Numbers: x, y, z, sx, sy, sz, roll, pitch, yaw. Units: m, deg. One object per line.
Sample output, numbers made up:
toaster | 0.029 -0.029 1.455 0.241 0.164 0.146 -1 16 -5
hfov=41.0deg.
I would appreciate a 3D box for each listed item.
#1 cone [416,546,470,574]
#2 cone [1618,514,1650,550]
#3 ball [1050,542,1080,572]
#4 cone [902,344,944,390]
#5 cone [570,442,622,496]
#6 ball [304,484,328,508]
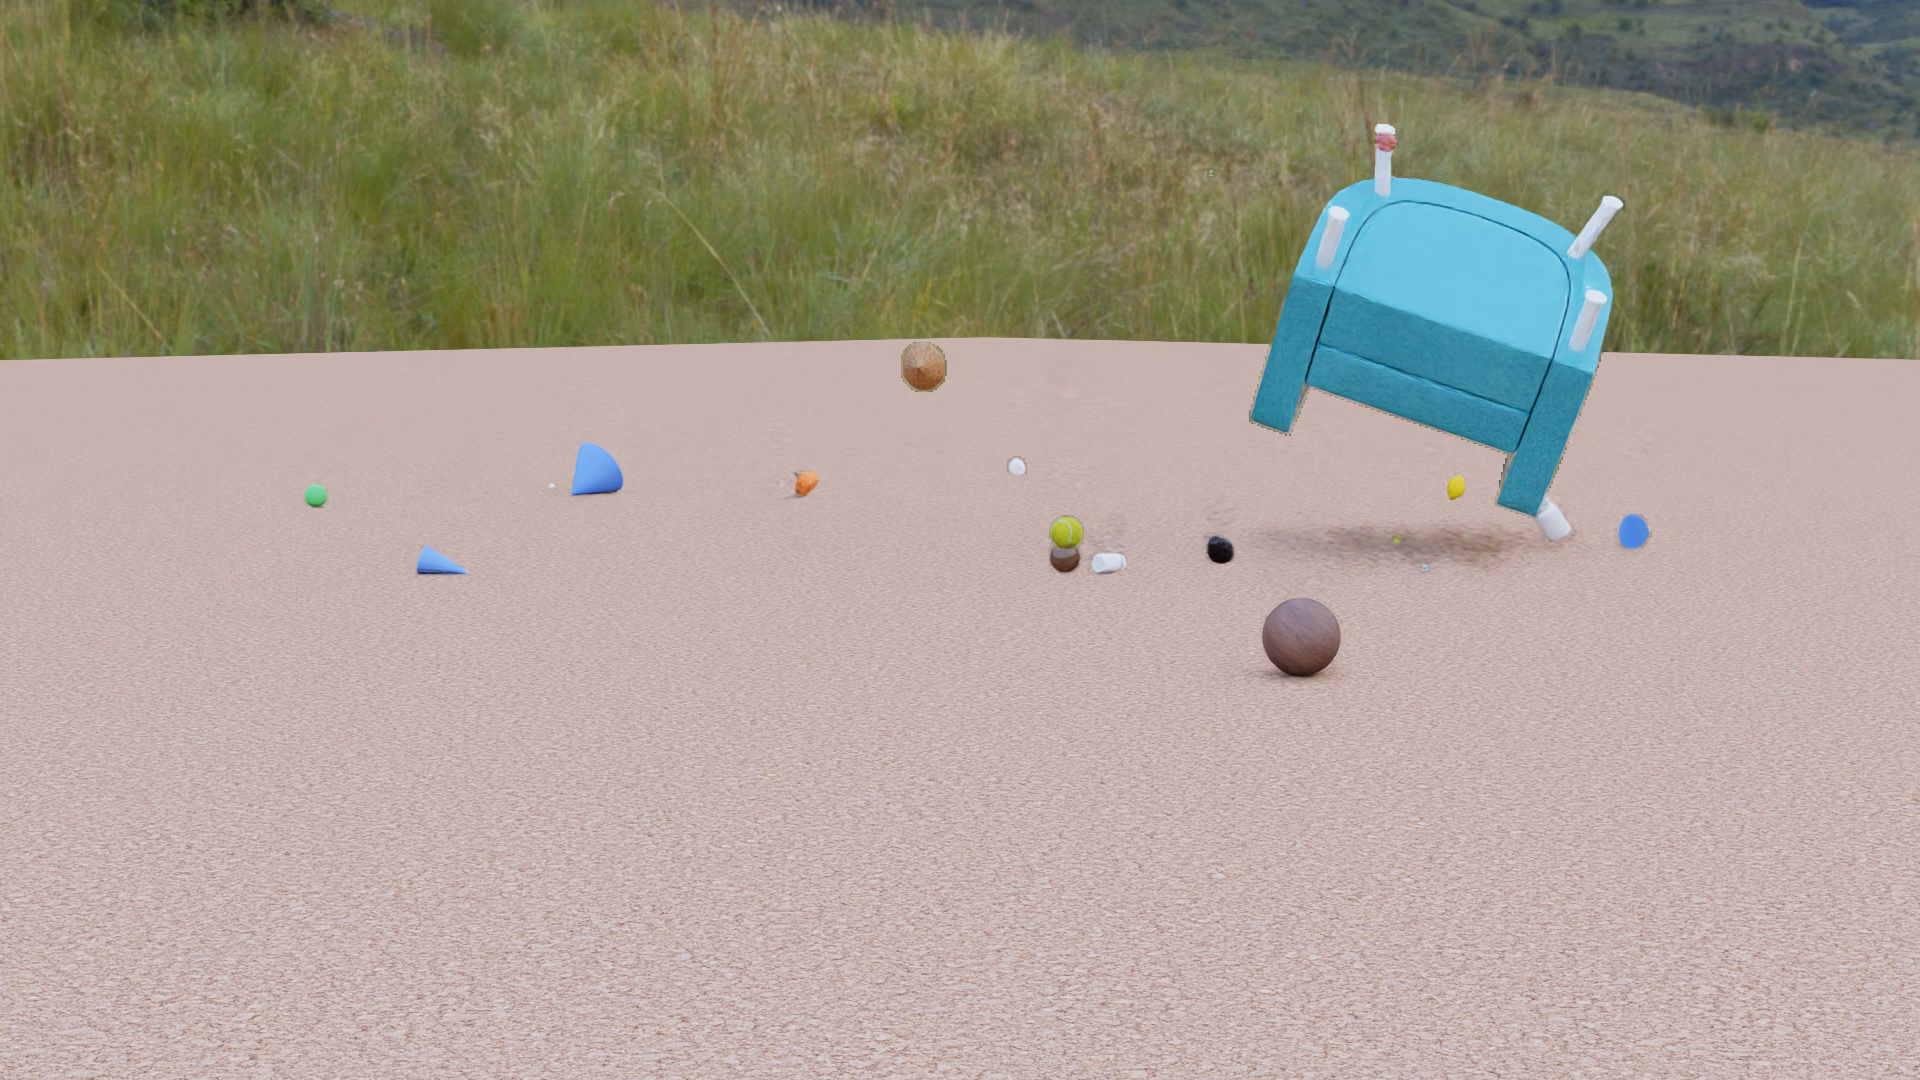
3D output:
cone | -1.137 0.060 5.687 0.114 0.061 0.067 16 22 6
cone | 1.654 -0.018 6.224 0.079 0.084 0.080 3 -9 -43
ball | 0.233 0.038 5.706 0.069 0.069 0.069 0 6 0
cone | -0.135 -0.595 8.846 0.149 0.163 0.130 -12 2 8
cone | -1.131 -0.177 7.750 0.168 0.187 0.145 16 47 31
ball | -1.838 -0.126 7.319 0.065 0.065 0.065 0 6 0
